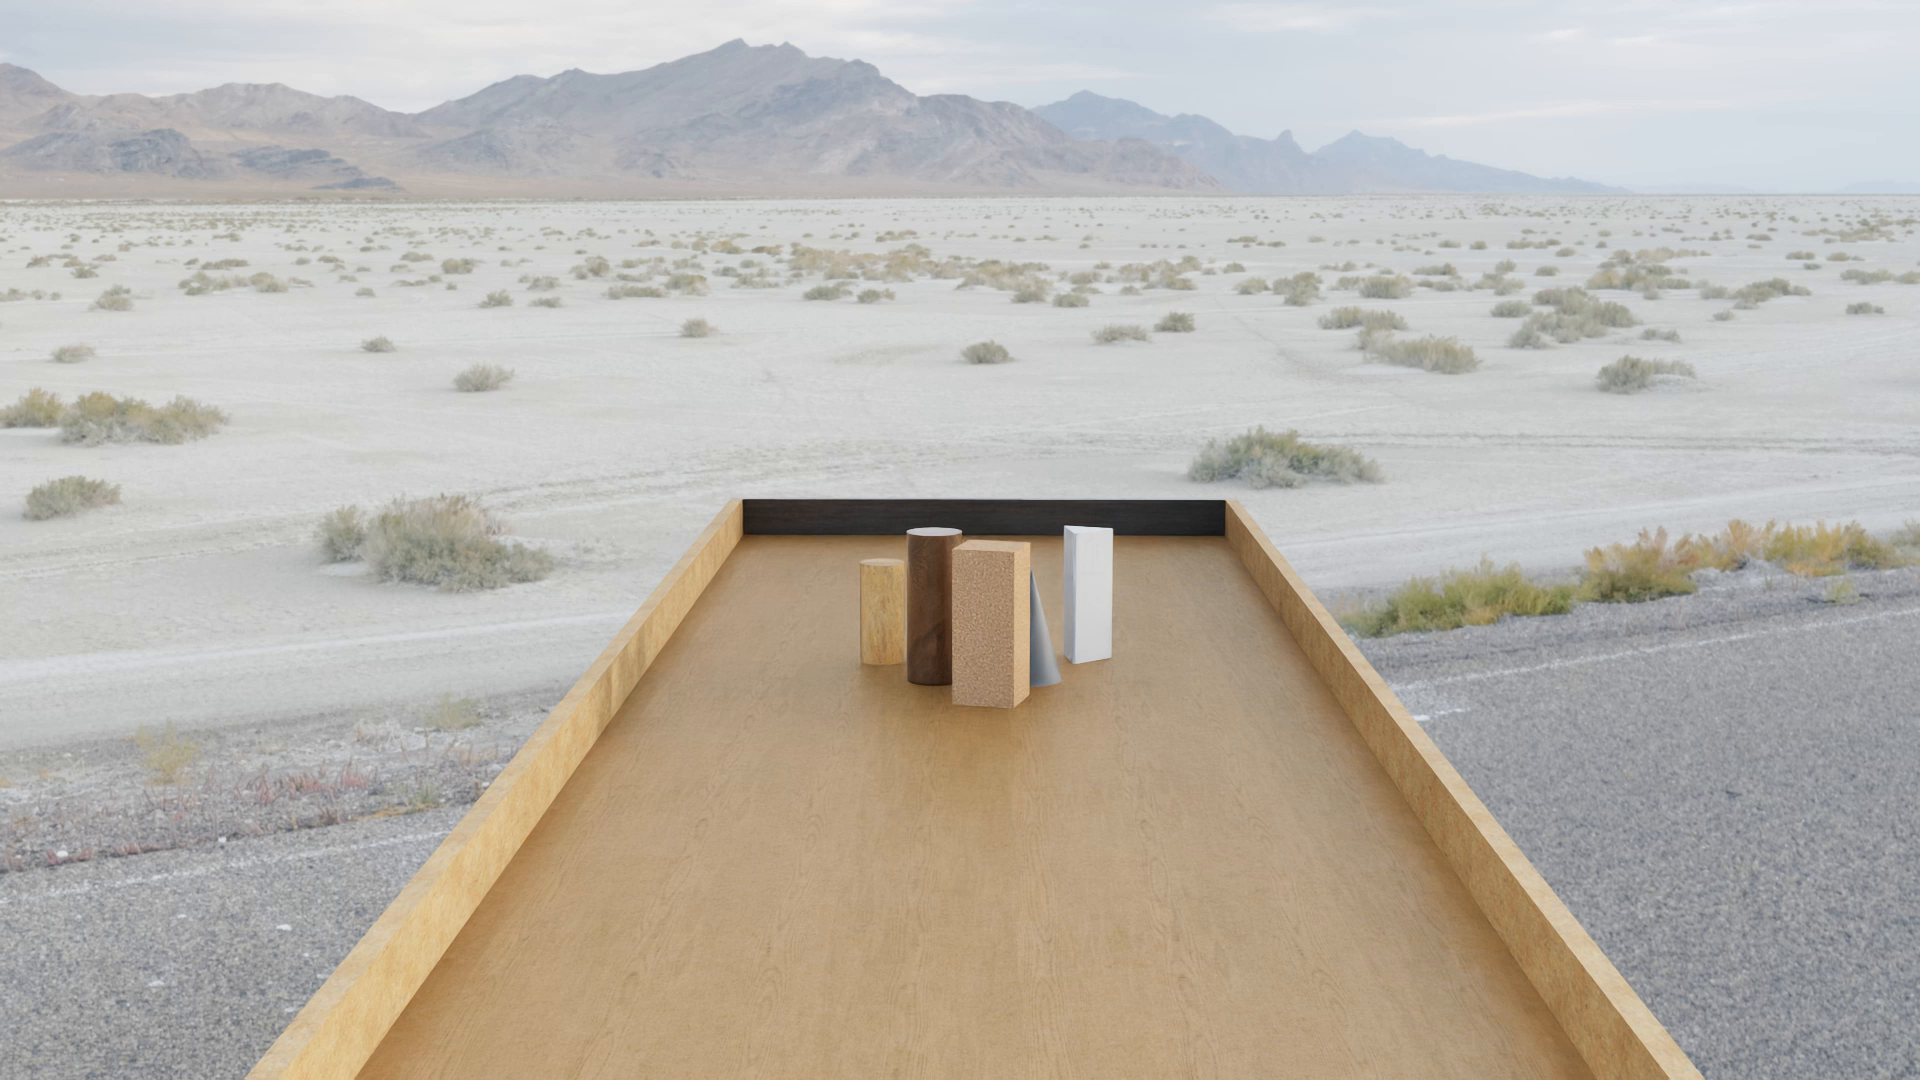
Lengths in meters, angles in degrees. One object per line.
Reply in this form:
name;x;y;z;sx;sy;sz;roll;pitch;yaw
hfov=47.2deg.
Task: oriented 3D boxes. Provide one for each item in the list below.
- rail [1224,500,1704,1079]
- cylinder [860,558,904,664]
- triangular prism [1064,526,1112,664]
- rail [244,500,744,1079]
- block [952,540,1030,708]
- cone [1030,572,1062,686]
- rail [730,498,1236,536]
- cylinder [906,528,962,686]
rail;1.046;0.843;3.208;0.050;0.150;12.000;0;9;1
cylinder;-0.235;0.217;6.676;0.136;0.302;0.136;0;9;0
triangular prism;0.363;0.162;6.712;0.153;0.400;0.132;-7;11;-38
rail;-1.004;0.839;3.234;0.050;0.150;12.000;0;9;1
block;0.088;0.232;6.147;0.177;0.438;0.177;3;9;16
cone;0.209;0.245;6.405;0.176;0.331;0.176;0;9;0
rail;0.099;-0.098;9.147;2.100;0.150;0.050;0;9;1
cylinder;-0.074;0.192;6.394;0.161;0.439;0.161;0;9;0
